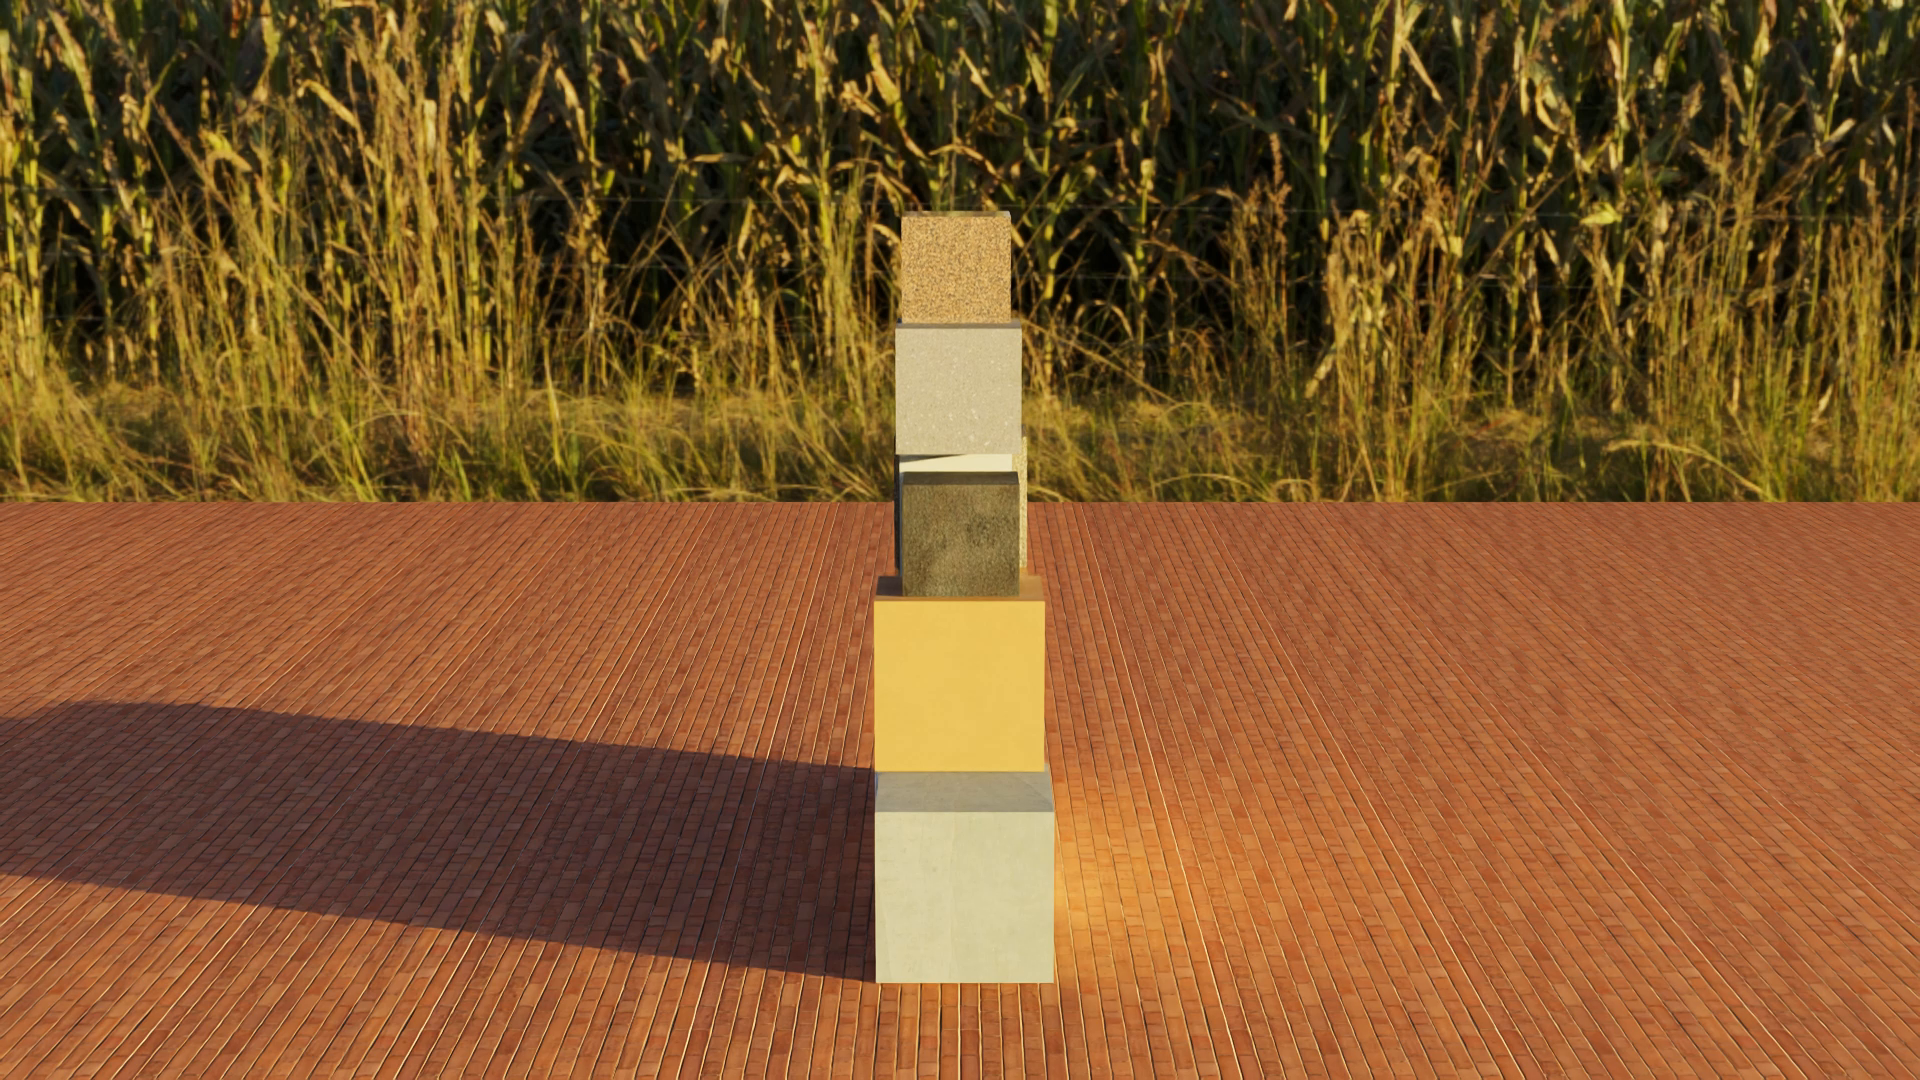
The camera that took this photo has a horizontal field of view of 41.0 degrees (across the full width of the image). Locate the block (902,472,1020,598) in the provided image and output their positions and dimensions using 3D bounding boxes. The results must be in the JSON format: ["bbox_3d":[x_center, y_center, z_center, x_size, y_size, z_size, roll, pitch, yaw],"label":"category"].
[{"bbox_3d":[0.004,-0.028,10.659,0.476,0.463,0.436,0,9,0],"label":"block"}]

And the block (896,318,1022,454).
[{"bbox_3d":[-0.006,-0.654,10.833,0.519,0.521,0.473,0,10,0],"label":"block"}]

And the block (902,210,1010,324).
[{"bbox_3d":[-0.016,-1.174,10.992,0.457,0.445,0.475,0,10,0],"label":"block"}]

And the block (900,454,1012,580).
[{"bbox_3d":[-0.018,-0.152,11.114,0.474,0.563,0.484,0,10,0],"label":"block"}]

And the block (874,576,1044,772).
[{"bbox_3d":[-0.002,0.550,10.740,0.690,0.704,0.631,0,9,0],"label":"block"}]

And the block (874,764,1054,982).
[{"bbox_3d":[0.018,1.328,10.328,0.694,0.692,0.717,0,10,0],"label":"block"}]

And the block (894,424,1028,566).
[{"bbox_3d":[0.003,-0.210,11.638,0.588,0.581,0.558,0,9,0],"label":"block"}]

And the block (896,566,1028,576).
[{"bbox_3d":[0.010,0.456,11.370,0.576,0.646,0.633,0,10,0],"label":"block"}]

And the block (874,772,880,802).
[{"bbox_3d":[-0.002,1.208,11.052,0.702,0.669,0.731,0,10,0],"label":"block"}]
